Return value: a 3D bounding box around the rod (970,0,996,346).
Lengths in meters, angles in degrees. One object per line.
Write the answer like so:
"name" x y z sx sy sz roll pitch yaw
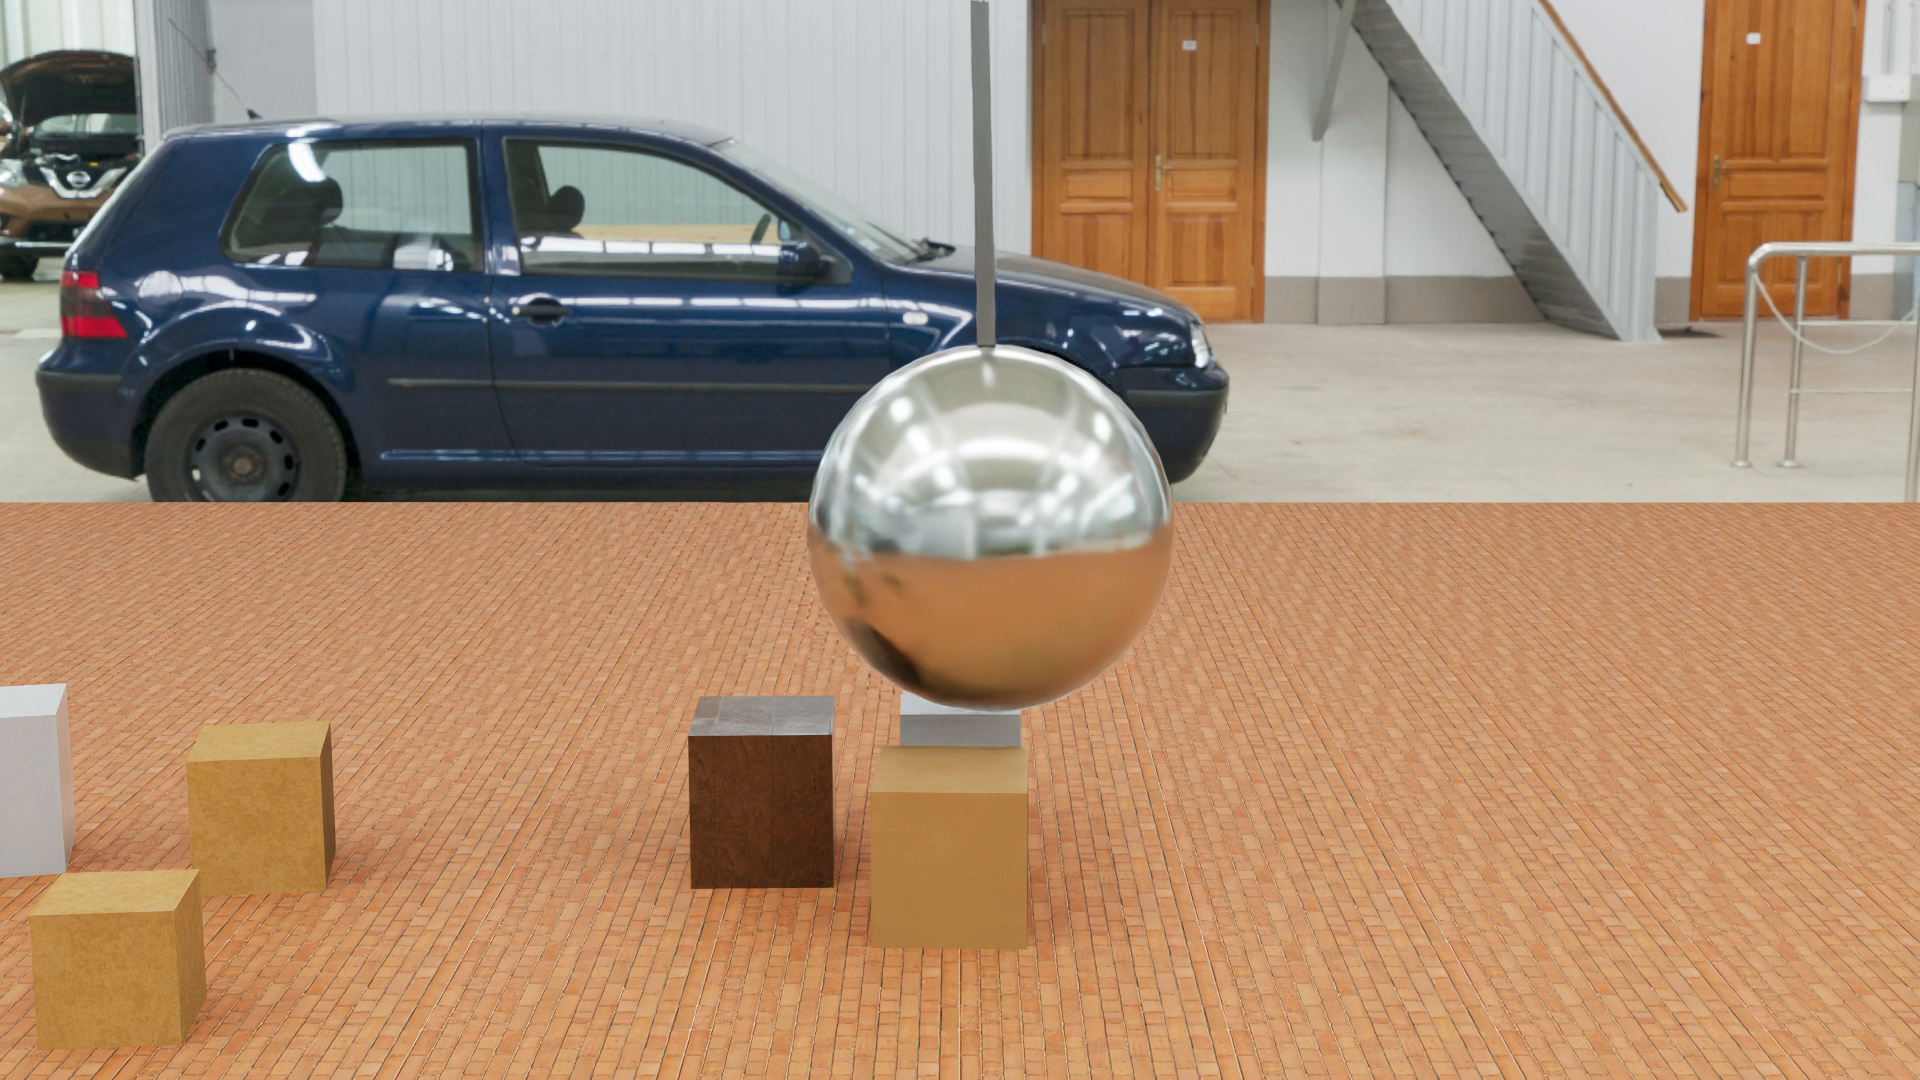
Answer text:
"rod" 0.057 -3.397 10.563 0.080 5.200 0.080 -1 10 0

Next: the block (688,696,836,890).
"block" -0.874 1.118 11.490 0.622 0.689 0.713 0 10 -2

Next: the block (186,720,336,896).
"block" -3.088 1.182 11.380 0.558 0.602 0.635 -2 10 -9

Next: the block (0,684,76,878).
"block" -4.415 1.089 11.544 0.746 0.727 0.609 -3 11 -14

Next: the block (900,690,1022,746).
"block" 0.002 1.049 12.113 0.559 0.602 0.550 0 10 0

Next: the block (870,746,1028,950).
"block" -0.033 1.274 10.727 0.632 0.656 0.727 0 10 2

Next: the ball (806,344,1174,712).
"ball" 0.131 -0.053 11.171 1.600 1.600 1.600 0 10 0

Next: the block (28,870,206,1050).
"block" -3.130 1.557 9.570 0.511 0.512 0.501 -1 10 -6
